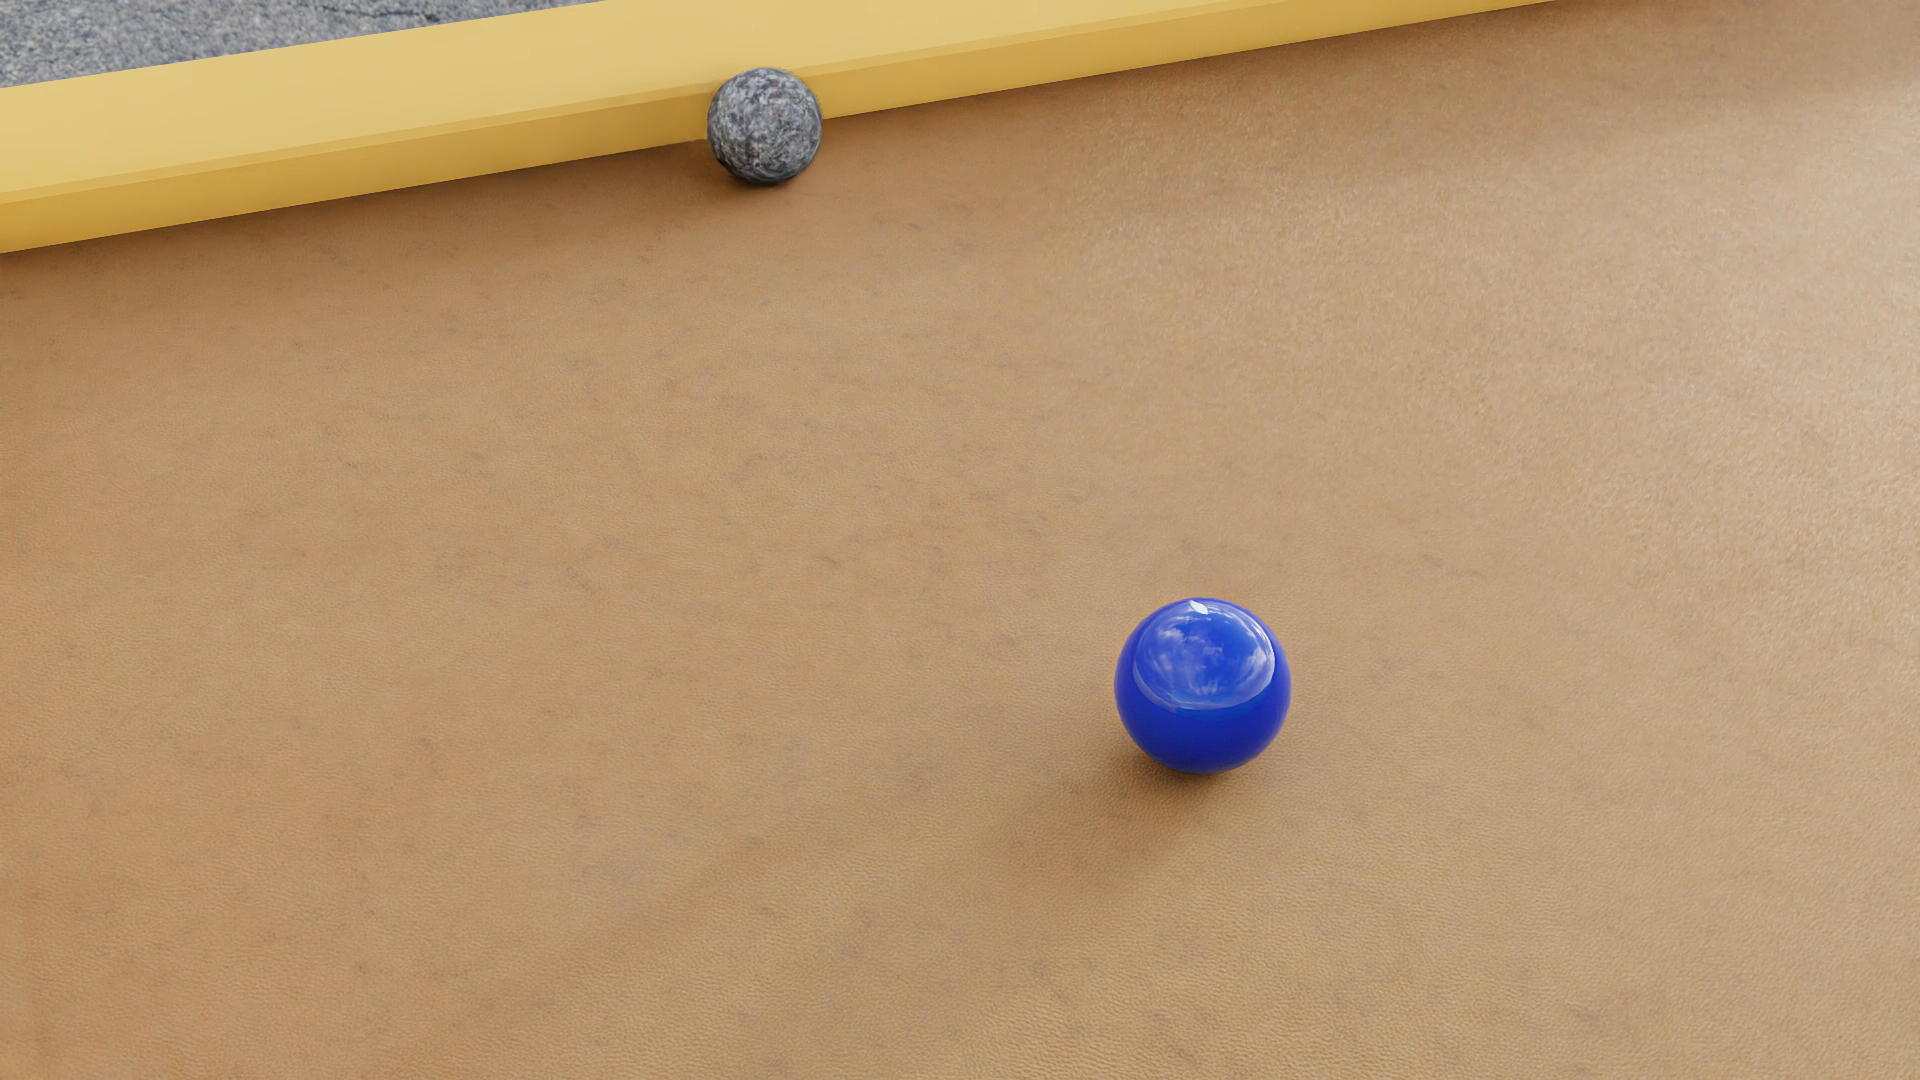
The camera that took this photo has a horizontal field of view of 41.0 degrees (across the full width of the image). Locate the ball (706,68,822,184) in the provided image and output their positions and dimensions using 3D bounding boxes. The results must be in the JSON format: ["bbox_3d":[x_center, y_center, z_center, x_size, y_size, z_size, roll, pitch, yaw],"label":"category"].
[{"bbox_3d":[-0.154,-0.326,2.019,0.091,0.091,0.091,0,35,0],"label":"ball"}]

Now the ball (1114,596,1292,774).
[{"bbox_3d":[0.135,0.081,1.430,0.099,0.099,0.099,0,35,0],"label":"ball"}]

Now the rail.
[{"bbox_3d":[0.373,-0.496,2.227,2.569,0.129,0.045,-12,37,-17],"label":"rail"}]
